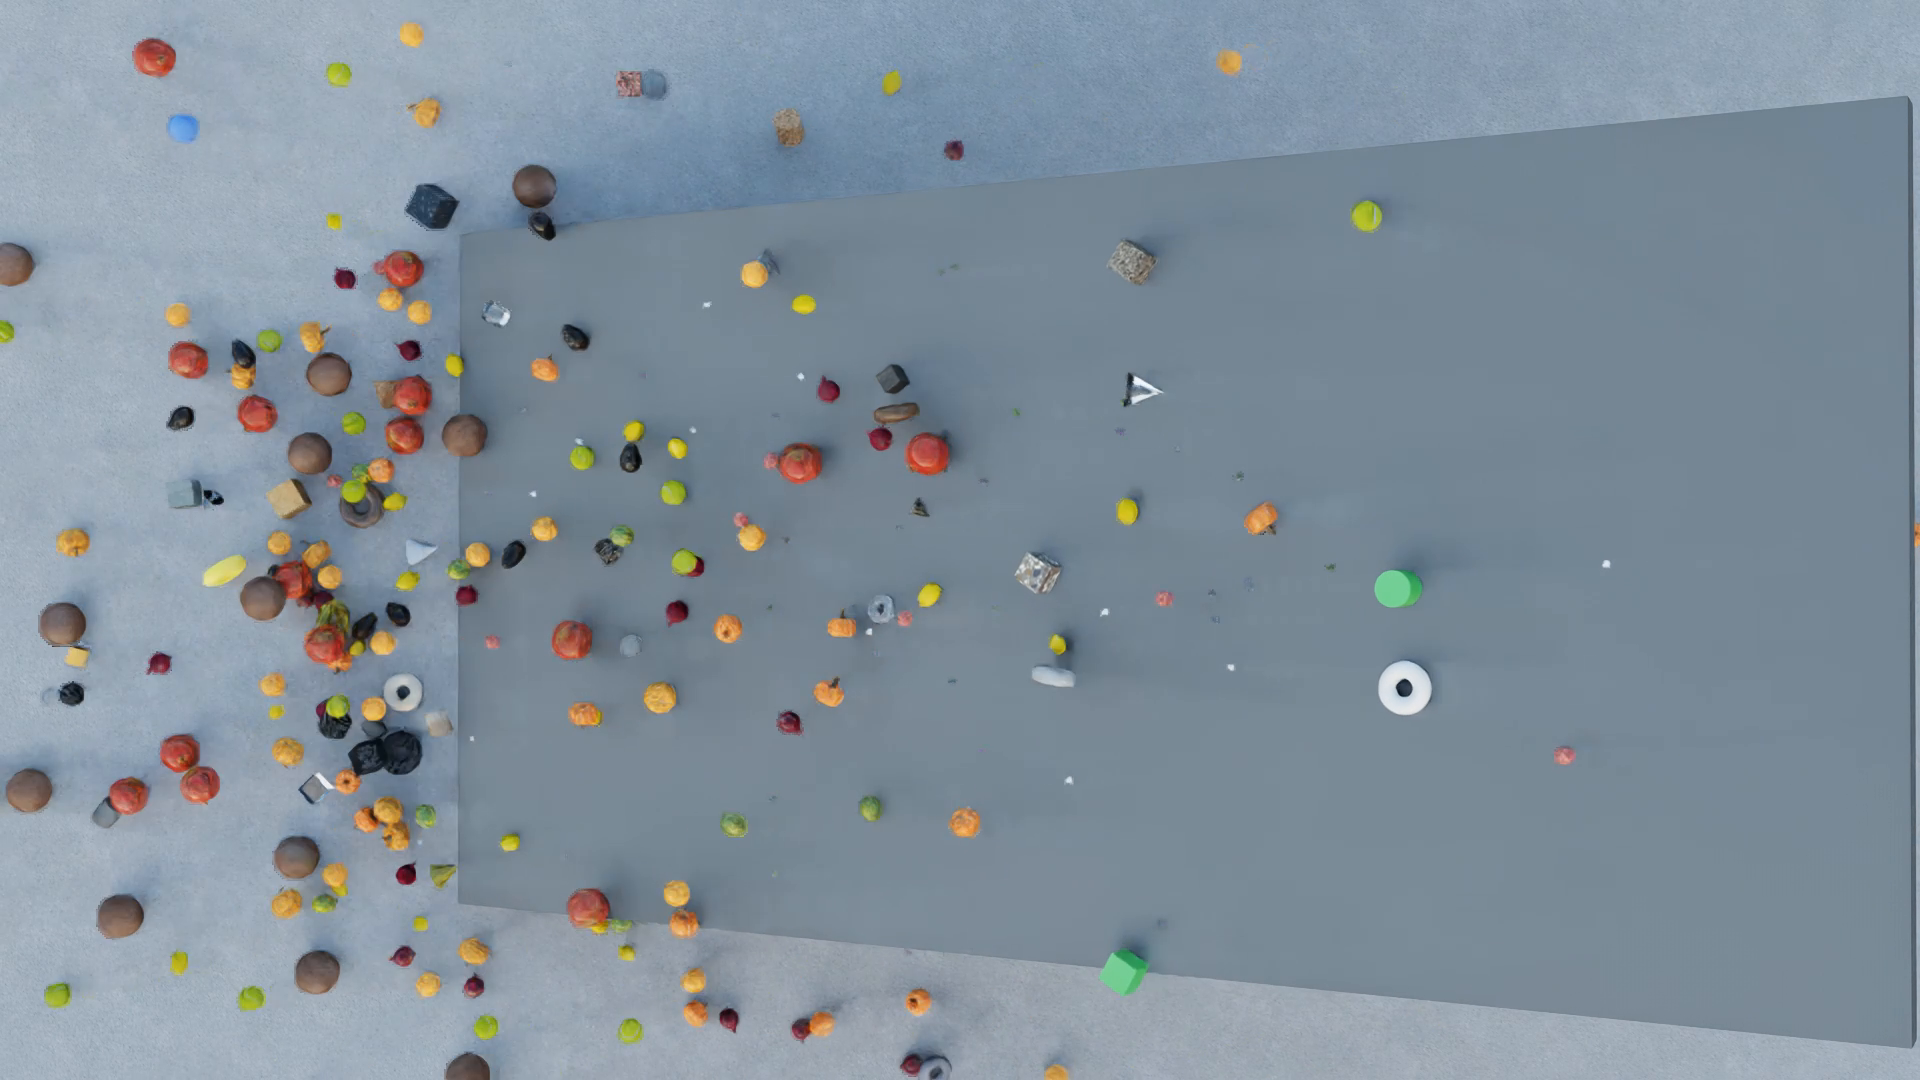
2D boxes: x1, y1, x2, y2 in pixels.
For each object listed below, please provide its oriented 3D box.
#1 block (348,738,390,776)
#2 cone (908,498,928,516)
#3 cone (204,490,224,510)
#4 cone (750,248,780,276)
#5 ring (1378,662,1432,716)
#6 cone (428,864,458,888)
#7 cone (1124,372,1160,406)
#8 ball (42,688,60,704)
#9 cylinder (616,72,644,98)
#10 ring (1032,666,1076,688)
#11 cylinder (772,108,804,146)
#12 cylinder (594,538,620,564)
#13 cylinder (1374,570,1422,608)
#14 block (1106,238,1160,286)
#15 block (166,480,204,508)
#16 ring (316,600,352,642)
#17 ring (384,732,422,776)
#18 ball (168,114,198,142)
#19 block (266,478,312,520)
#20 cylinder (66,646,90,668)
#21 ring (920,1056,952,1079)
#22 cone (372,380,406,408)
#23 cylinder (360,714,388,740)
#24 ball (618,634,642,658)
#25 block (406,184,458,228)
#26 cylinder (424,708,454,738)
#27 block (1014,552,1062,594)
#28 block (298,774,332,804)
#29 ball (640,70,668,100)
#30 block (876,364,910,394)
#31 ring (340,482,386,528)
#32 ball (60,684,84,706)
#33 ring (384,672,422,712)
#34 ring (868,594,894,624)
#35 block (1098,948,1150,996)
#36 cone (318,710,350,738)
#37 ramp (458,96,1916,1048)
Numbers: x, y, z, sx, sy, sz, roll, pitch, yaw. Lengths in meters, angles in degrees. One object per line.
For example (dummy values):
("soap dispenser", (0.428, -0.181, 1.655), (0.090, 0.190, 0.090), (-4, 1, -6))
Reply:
("block", (-1.770, 0.650, 6.586), (0.076, 0.076, 0.076), (-36, 73, 39))
("cone", (-0.101, -0.075, 5.775), (0.053, 0.053, 0.053), (36, 90, -13))
("cone", (-2.269, -0.109, 6.645), (0.060, 0.060, 0.060), (44, 116, 0))
("cone", (-0.519, -0.744, 6.010), (0.076, 0.076, 0.076), (37, 90, -4))
("ring", (1.036, 0.345, 5.124), (0.126, 0.042, 0.126), (-1, 88, 30))
("cone", (-1.528, 0.988, 6.558), (0.080, 0.080, 0.080), (-25, 89, -4))
("cone", (0.456, -0.371, 5.457), (0.088, 0.088, 0.088), (5, 89, 2))
("ball", (-2.738, 0.470, 6.626), (0.053, 0.053, 0.053), (0, 89, 0))
("cylinder", (-0.995, -1.373, 6.636), (0.070, 0.070, 0.070), (-4, 89, 6))
("ring", (0.235, 0.341, 5.511), (0.115, 0.115, 0.038), (12, 80, 0))
("cylinder", (-0.515, -1.240, 6.614), (0.082, 0.082, 0.082), (-4, 60, 6))
("cylinder", (-1.004, 0.032, 6.262), (0.054, 0.054, 0.054), (-40, 63, 0))
("cylinder", (1.019, 0.113, 5.110), (0.086, 0.086, 0.086), (0, 89, 29))
("block", (0.428, -0.688, 5.453), (0.079, 0.079, 0.079), (38, 107, 24))
("block", (-2.334, -0.139, 6.621), (0.076, 0.076, 0.076), (-6, 89, 0))
("ring", (-1.879, 0.242, 6.596), (0.043, 0.128, 0.128), (8, 89, 32))
("ring", (-1.686, 0.643, 6.628), (0.131, 0.044, 0.131), (0, 87, 2))
("ball", (-2.340, -1.242, 6.627), (0.085, 0.085, 0.085), (0, 89, 0))
("block", (-2.017, -0.123, 6.615), (0.087, 0.087, 0.087), (-30, 90, 0))
("cylinder", (-2.657, 0.352, 6.627), (0.052, 0.052, 0.052), (19, 88, 0))
("ring", (-0.074, 1.598, 6.609), (0.103, 0.034, 0.103), (-8, 109, -23))
("cone", (-1.745, -0.462, 6.640), (0.097, 0.097, 0.097), (34, 89, 27))
("cylinder", (-1.764, 0.566, 6.621), (0.061, 0.061, 0.061), (-36, 90, 0))
("ball", (-0.930, 0.298, 6.211), (0.066, 0.066, 0.066), (0, 89, 0))
("block", (-1.583, -1.001, 6.599), (0.093, 0.093, 0.093), (35, 108, 14))
("cylinder", (-1.548, 0.544, 6.529), (0.069, 0.069, 0.069), (-20, 84, 0))
("block", (0.198, 0.083, 5.576), (0.076, 0.076, 0.076), (34, 106, 25))
("block", (-1.941, 0.748, 6.618), (0.063, 0.063, 0.063), (-44, 90, 0))
("ball", (-0.919, -1.371, 6.624), (0.083, 0.083, 0.083), (0, 89, 0))
("block", (-0.177, -0.424, 5.804), (0.054, 0.054, 0.054), (-36, 73, 24))
("ring", (-1.804, -0.105, 6.635), (0.141, 0.047, 0.141), (0, 88, 1))
("ball", (-2.672, 0.466, 6.618), (0.070, 0.070, 0.070), (0, 89, 0))
("ring", (-1.680, 0.458, 6.634), (0.118, 0.039, 0.118), (0, 90, -1))
("ring", (-0.209, 0.183, 5.832), (0.078, 0.026, 0.078), (-1, 88, 30))
("block", (0.407, 1.071, 5.449), (0.077, 0.077, 0.077), (33, 105, 25))
("cone", (-1.858, 0.572, 6.583), (0.098, 0.098, 0.098), (-13, 118, -27))
("ramp", (0.272, 0.076, 5.635), (4.000, 0.100, 2.000), (0, 89, 29))
